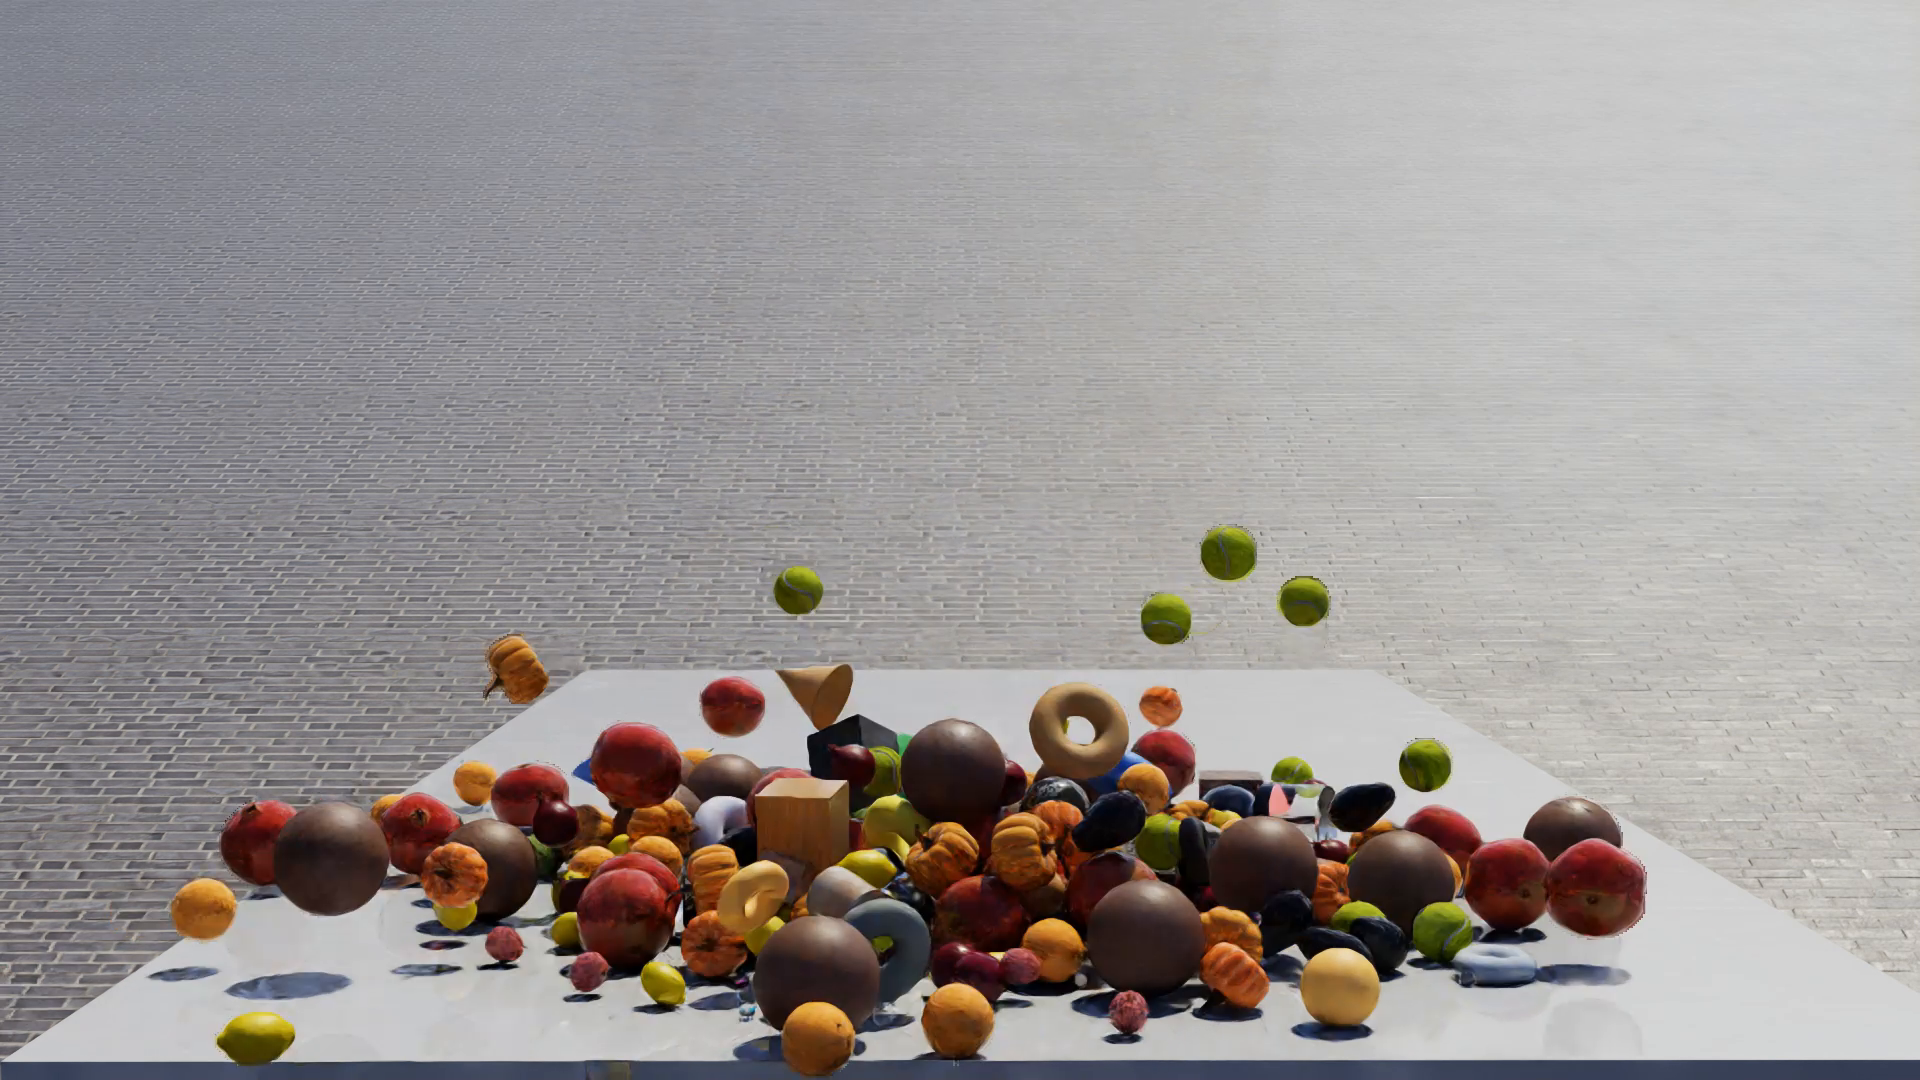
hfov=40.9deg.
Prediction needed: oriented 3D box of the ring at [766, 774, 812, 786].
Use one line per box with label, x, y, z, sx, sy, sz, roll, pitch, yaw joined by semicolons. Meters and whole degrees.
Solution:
ring;-0.232;0.366;3.739;0.108;0.036;0.108;-2;6;0

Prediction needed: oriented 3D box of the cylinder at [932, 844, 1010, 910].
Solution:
cylinder;0.014;0.438;3.344;0.076;0.076;0.076;-12;7;-26

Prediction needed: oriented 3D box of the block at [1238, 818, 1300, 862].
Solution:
block;0.439;0.428;3.666;0.062;0.062;0.062;-2;0;-30

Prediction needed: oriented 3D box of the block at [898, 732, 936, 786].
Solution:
block;-0.074;0.373;4.099;0.087;0.087;0.087;-51;20;-11

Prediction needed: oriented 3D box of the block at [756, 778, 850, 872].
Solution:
block;-0.192;0.348;3.151;0.092;0.092;0.092;1;9;12

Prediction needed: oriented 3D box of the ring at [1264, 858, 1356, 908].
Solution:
ring;0.449;0.450;3.382;0.144;0.048;0.144;0;3;0

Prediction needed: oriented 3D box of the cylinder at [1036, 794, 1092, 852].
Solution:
cylinder;0.150;0.408;3.738;0.077;0.077;0.077;5;-18;2

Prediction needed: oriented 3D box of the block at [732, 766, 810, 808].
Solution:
block;-0.285;0.402;3.951;0.093;0.093;0.093;-2;4;-43

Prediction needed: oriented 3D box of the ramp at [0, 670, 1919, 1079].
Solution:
ramp;0.052;0.472;4.535;2.000;0.100;4.000;0;3;0

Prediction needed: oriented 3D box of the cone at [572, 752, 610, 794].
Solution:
cone;-0.501;0.333;3.579;0.054;0.054;0.054;-23;71;-44

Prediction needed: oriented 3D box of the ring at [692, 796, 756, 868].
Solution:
ring;-0.303;0.402;3.441;0.043;0.128;0.128;-34;1;35

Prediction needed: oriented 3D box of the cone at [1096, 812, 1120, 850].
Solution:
cone;0.219;0.442;3.807;0.056;0.056;0.056;8;32;17

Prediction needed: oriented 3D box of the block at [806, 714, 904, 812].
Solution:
block;-0.149;0.319;3.667;0.093;0.093;0.093;-25;56;26

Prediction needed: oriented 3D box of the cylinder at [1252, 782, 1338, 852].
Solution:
cylinder;0.466;0.385;3.572;0.092;0.092;0.092;0;20;29

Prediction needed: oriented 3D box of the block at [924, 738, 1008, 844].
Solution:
block;0.006;0.327;3.359;0.090;0.090;0.090;13;58;6

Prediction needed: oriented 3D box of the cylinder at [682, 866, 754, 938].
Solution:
cylinder;-0.296;0.443;3.149;0.083;0.083;0.083;-2;23;-4

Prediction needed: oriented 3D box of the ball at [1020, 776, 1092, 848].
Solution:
ball;0.124;0.354;3.338;0.093;0.093;0.093;0;23;0

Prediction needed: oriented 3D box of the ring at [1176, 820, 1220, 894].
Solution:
ring;0.304;0.419;3.410;0.115;0.038;0.115;-5;42;5

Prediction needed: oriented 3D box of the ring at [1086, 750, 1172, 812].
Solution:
ring;0.237;0.342;3.694;0.145;0.145;0.048;17;66;35

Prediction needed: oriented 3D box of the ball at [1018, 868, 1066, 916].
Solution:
ball;0.095;0.411;3.001;0.056;0.056;0.056;0;23;0

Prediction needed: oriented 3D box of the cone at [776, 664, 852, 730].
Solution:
cone;-0.217;0.199;3.574;0.098;0.098;0.098;23;30;23

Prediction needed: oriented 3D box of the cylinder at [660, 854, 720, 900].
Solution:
cylinder;-0.352;0.444;3.372;0.060;0.060;0.060;-15;6;-33

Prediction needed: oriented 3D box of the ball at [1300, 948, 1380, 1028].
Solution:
ball;0.395;0.465;2.673;0.083;0.083;0.083;0;23;0

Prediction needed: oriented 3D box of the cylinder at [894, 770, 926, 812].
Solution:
cylinder;-0.079;0.401;3.960;0.066;0.066;0.066;-14;64;-31

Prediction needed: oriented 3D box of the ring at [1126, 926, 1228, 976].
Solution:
ring;0.249;0.473;2.967;0.118;0.039;0.118;-2;4;0

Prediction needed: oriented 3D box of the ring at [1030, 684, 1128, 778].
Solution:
ring;0.145;0.232;3.129;0.124;0.041;0.124;6;63;-11

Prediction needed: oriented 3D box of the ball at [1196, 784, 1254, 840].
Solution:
ball;0.395;0.408;3.773;0.097;0.097;0.097;0;23;0

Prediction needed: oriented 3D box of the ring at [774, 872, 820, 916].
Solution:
ring;-0.235;0.445;3.274;0.149;0.050;0.149;-12;1;0

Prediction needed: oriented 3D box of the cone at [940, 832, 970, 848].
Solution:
cone;-0.044;0.437;3.775;0.085;0.085;0.085;-30;33;-21

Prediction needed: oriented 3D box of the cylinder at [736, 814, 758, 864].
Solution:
cylinder;-0.235;0.387;3.386;0.085;0.085;0.085;41;13;-12

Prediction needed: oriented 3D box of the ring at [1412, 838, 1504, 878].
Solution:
ring;0.695;0.443;3.587;0.126;0.042;0.126;-1;2;0

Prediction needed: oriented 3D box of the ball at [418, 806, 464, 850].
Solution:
ball;-0.763;0.424;3.784;0.065;0.065;0.065;0;23;0

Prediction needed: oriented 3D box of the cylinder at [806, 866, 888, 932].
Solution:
cylinder;-0.123;0.398;2.804;0.065;0.065;0.065;-19;32;-39

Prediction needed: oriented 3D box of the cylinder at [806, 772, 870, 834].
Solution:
cylinder;-0.190;0.398;3.914;0.089;0.089;0.089;14;7;-46

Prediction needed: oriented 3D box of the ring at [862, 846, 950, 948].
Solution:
ring;-0.065;0.429;3.090;0.048;0.143;0.143;-39;30;-3

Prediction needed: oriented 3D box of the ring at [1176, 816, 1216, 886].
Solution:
ring;0.291;0.382;3.160;0.029;0.087;0.087;-18;17;18

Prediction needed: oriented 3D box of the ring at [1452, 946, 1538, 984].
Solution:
ring;0.605;0.480;2.908;0.094;0.031;0.094;0;4;0

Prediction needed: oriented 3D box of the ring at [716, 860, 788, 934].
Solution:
ring;-0.228;0.394;2.836;0.092;0.092;0.031;-19;44;-38

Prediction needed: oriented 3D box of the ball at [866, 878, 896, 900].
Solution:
ball;-0.110;0.453;3.224;0.057;0.057;0.057;0;23;0

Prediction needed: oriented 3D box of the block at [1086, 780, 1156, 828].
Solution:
block;0.249;0.408;3.989;0.077;0.077;0.077;-2;3;-32

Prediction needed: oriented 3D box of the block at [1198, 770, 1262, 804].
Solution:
block;0.410;0.403;3.899;0.094;0.094;0.094;0;3;4

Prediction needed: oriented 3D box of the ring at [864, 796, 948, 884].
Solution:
ring;-0.067;0.375;3.205;0.127;0.127;0.042;19;44;38

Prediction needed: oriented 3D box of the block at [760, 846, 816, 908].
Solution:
block;-0.208;0.398;3.036;0.054;0.054;0.054;17;-10;12

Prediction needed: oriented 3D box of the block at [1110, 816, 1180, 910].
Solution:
block;0.238;0.416;3.310;0.082;0.082;0.082;4;49;8

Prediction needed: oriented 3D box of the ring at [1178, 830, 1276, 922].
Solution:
ring;0.338;0.425;3.260;0.139;0.046;0.139;24;28;-14
